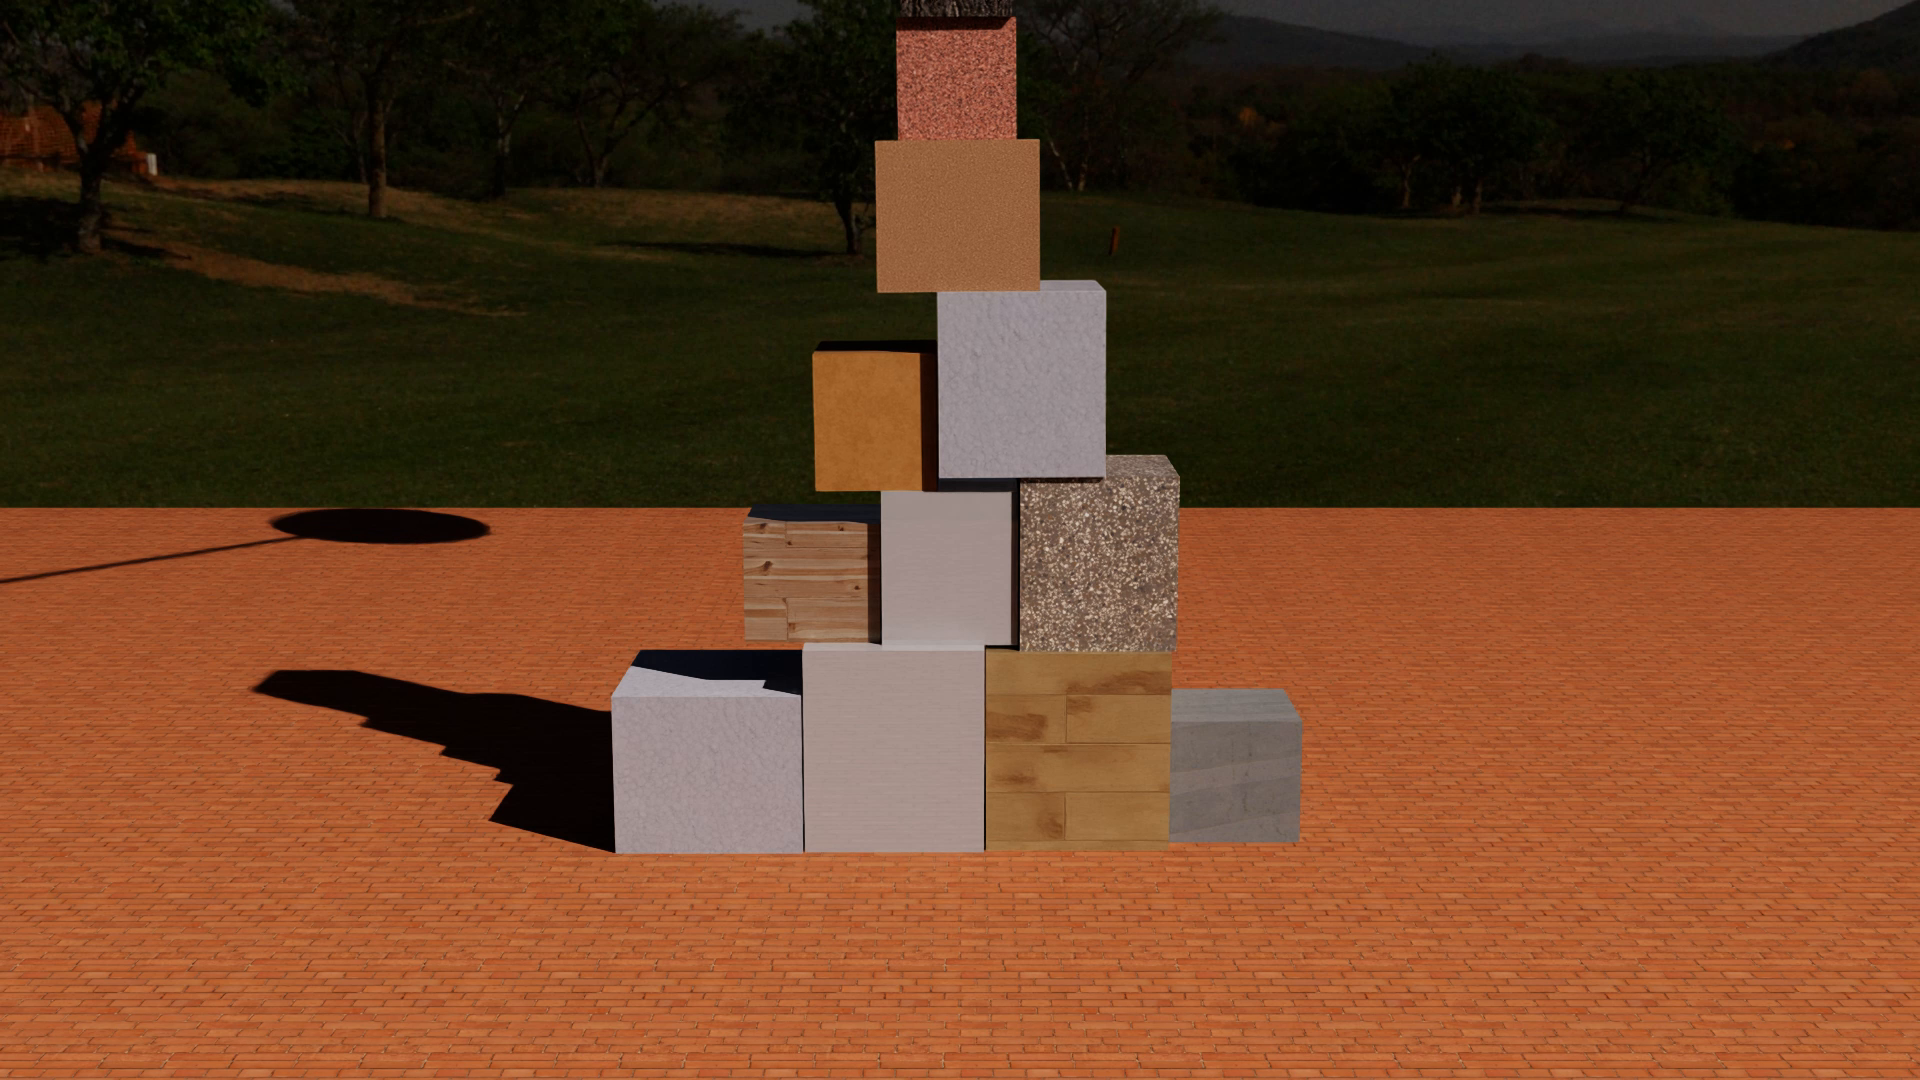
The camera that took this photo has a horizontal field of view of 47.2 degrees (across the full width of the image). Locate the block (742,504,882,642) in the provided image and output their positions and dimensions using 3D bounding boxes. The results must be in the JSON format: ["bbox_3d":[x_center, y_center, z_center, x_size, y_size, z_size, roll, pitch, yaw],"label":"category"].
[{"bbox_3d":[-0.735,0.162,11.208,0.676,0.602,0.600,0,10,0],"label":"block"}]

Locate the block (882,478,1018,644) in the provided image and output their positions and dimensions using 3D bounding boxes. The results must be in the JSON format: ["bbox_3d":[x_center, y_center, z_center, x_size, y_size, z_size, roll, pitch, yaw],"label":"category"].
[{"bbox_3d":[-0.051,0.075,11.205,0.673,0.774,0.730,0,10,0],"label":"block"}]

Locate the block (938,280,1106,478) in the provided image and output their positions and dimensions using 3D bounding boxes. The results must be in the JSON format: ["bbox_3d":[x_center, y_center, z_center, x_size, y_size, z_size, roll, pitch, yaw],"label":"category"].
[{"bbox_3d":[0.299,-0.824,11.050,0.810,0.901,0.857,0,10,0],"label":"block"}]

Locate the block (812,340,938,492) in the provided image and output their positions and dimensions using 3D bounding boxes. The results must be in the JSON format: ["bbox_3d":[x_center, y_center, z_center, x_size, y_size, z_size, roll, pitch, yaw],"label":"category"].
[{"bbox_3d":[-0.414,-0.636,11.074,0.595,0.673,0.715,-1,10,0],"label":"block"}]

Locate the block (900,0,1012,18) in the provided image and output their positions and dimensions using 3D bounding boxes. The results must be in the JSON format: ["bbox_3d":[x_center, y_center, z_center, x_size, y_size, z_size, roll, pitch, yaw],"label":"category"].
[{"bbox_3d":[-0.020,-2.812,10.665,0.529,0.568,0.592,0,10,0],"label":"block"}]

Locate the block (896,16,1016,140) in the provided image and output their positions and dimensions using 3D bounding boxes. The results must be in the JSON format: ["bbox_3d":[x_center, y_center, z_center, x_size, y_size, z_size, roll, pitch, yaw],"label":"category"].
[{"bbox_3d":[-0.015,-2.251,10.771,0.572,0.574,0.518,0,10,0],"label":"block"}]

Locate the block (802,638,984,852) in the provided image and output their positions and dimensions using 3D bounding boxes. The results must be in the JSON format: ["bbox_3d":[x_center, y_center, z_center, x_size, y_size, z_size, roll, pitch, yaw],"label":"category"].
[{"bbox_3d":[-0.327,0.965,11.364,0.894,1.035,0.963,0,10,0],"label":"block"}]

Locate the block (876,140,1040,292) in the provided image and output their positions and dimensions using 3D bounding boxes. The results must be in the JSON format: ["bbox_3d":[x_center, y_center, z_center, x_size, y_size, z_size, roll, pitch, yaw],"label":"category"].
[{"bbox_3d":[-0.010,-1.618,10.901,0.780,0.719,0.813,0,10,0],"label":"block"}]

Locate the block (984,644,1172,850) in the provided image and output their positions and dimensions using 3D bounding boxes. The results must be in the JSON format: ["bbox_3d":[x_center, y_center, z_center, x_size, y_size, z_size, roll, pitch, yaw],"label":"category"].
[{"bbox_3d":[0.587,0.981,11.347,0.915,1.010,0.866,0,10,0],"label":"block"}]

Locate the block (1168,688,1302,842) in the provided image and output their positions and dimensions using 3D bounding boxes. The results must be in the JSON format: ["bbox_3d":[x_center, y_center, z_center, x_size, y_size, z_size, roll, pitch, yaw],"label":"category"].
[{"bbox_3d":[1.386,1.161,11.410,0.663,0.633,0.671,0,10,0],"label":"block"}]

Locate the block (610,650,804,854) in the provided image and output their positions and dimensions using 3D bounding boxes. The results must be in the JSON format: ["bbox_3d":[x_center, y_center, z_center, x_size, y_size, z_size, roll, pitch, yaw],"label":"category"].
[{"bbox_3d":[-1.251,1.076,11.396,0.934,0.805,1.016,0,10,0],"label":"block"}]

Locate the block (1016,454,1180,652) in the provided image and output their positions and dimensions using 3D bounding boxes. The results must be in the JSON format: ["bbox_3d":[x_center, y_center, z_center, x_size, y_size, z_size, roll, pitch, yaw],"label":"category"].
[{"bbox_3d":[0.684,0.053,11.183,0.777,0.873,0.758,0,10,0],"label":"block"}]
